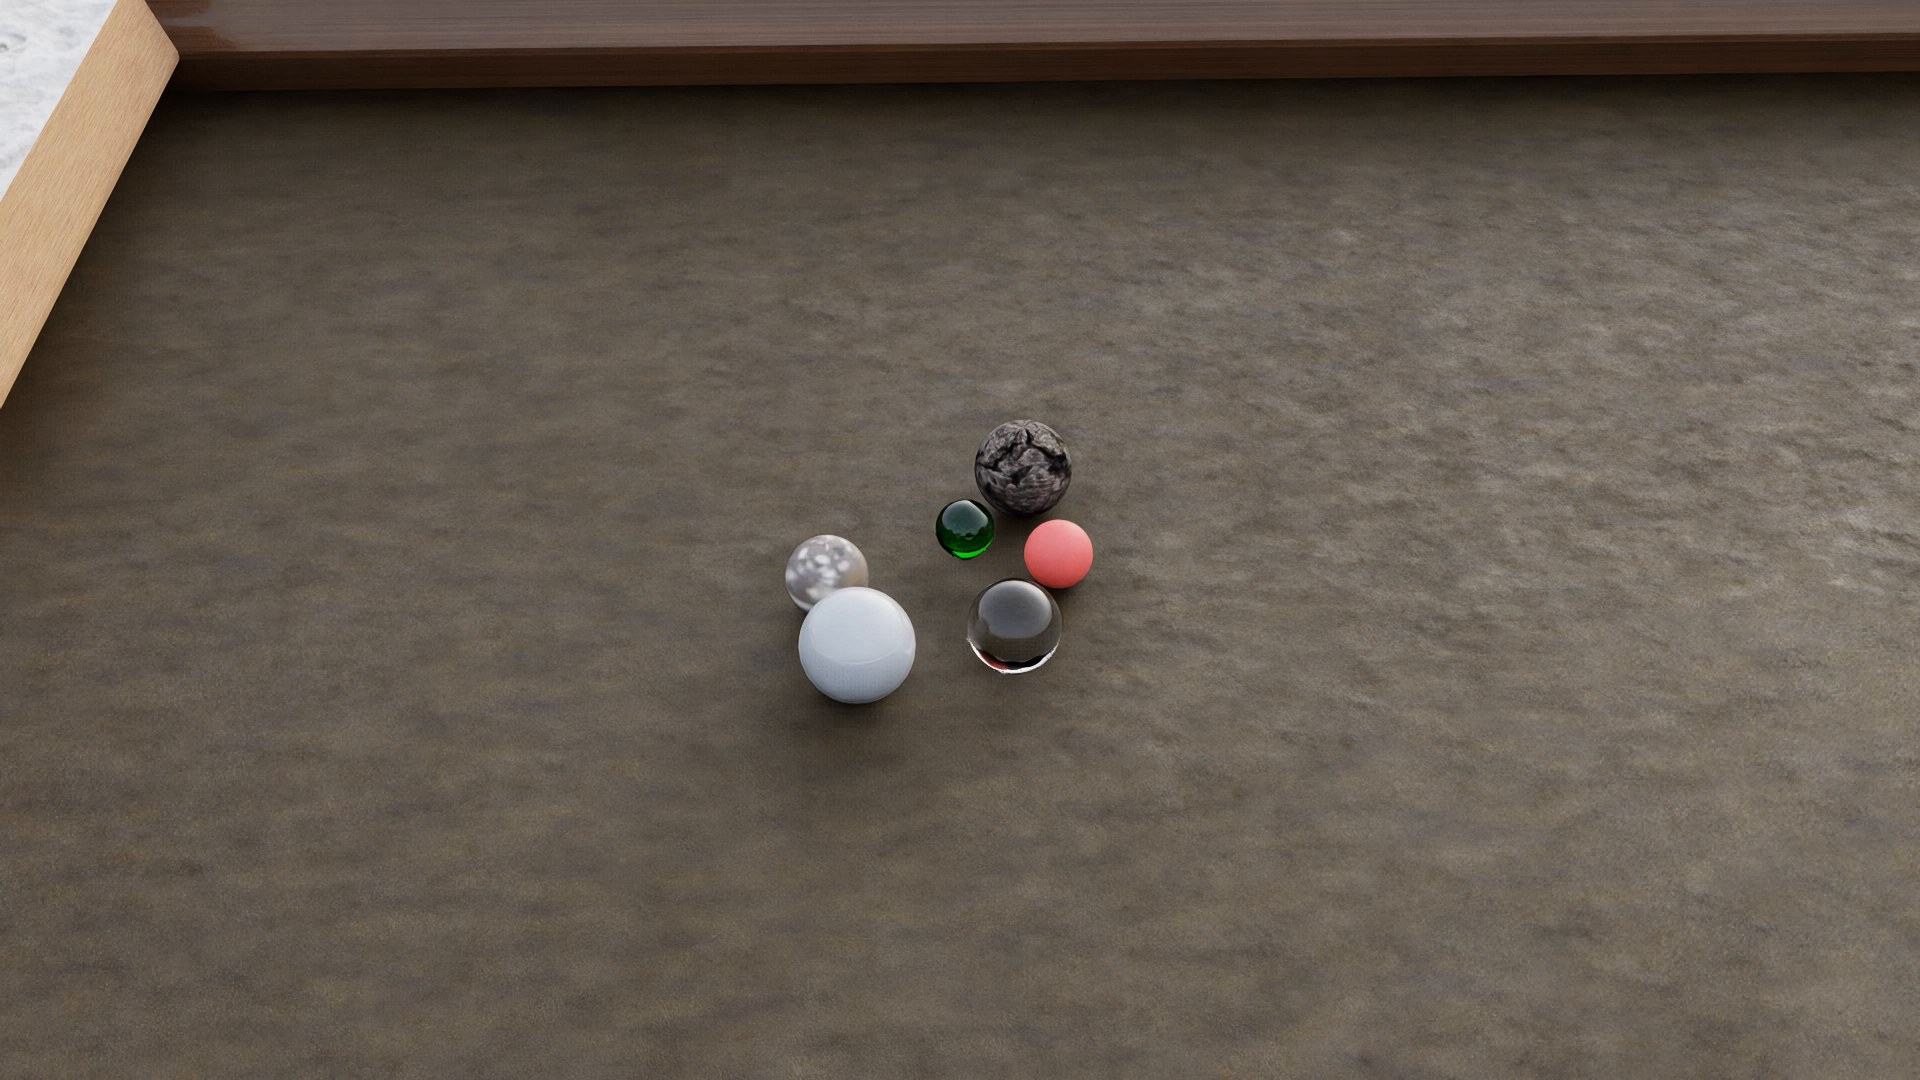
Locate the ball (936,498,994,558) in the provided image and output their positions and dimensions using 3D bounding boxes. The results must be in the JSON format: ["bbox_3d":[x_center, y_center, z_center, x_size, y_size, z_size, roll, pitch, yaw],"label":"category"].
[{"bbox_3d":[0.003,-0.008,1.785,0.041,0.041,0.041,0,36,0],"label":"ball"}]

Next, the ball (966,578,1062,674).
[{"bbox_3d":[0.036,0.056,1.678,0.063,0.063,0.063,0,36,0],"label":"ball"}]

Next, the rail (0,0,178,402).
[{"bbox_3d":[-0.711,-0.010,1.728,0.045,0.109,1.560,-1,36,-1],"label":"rail"}]

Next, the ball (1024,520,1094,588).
[{"bbox_3d":[0.067,0.010,1.755,0.047,0.047,0.047,0,36,0],"label":"ball"}]

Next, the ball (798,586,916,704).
[{"bbox_3d":[-0.066,0.068,1.650,0.076,0.076,0.076,0,36,0],"label":"ball"}]

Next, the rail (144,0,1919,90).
[{"bbox_3d":[0.715,-0.474,2.373,2.940,0.109,0.045,-1,36,-1],"label":"rail"}]

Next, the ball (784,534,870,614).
[{"bbox_3d":[-0.089,0.025,1.726,0.057,0.057,0.057,0,36,0],"label":"ball"}]

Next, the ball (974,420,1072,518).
[{"bbox_3d":[0.045,-0.051,1.820,0.069,0.069,0.069,0,36,0],"label":"ball"}]
